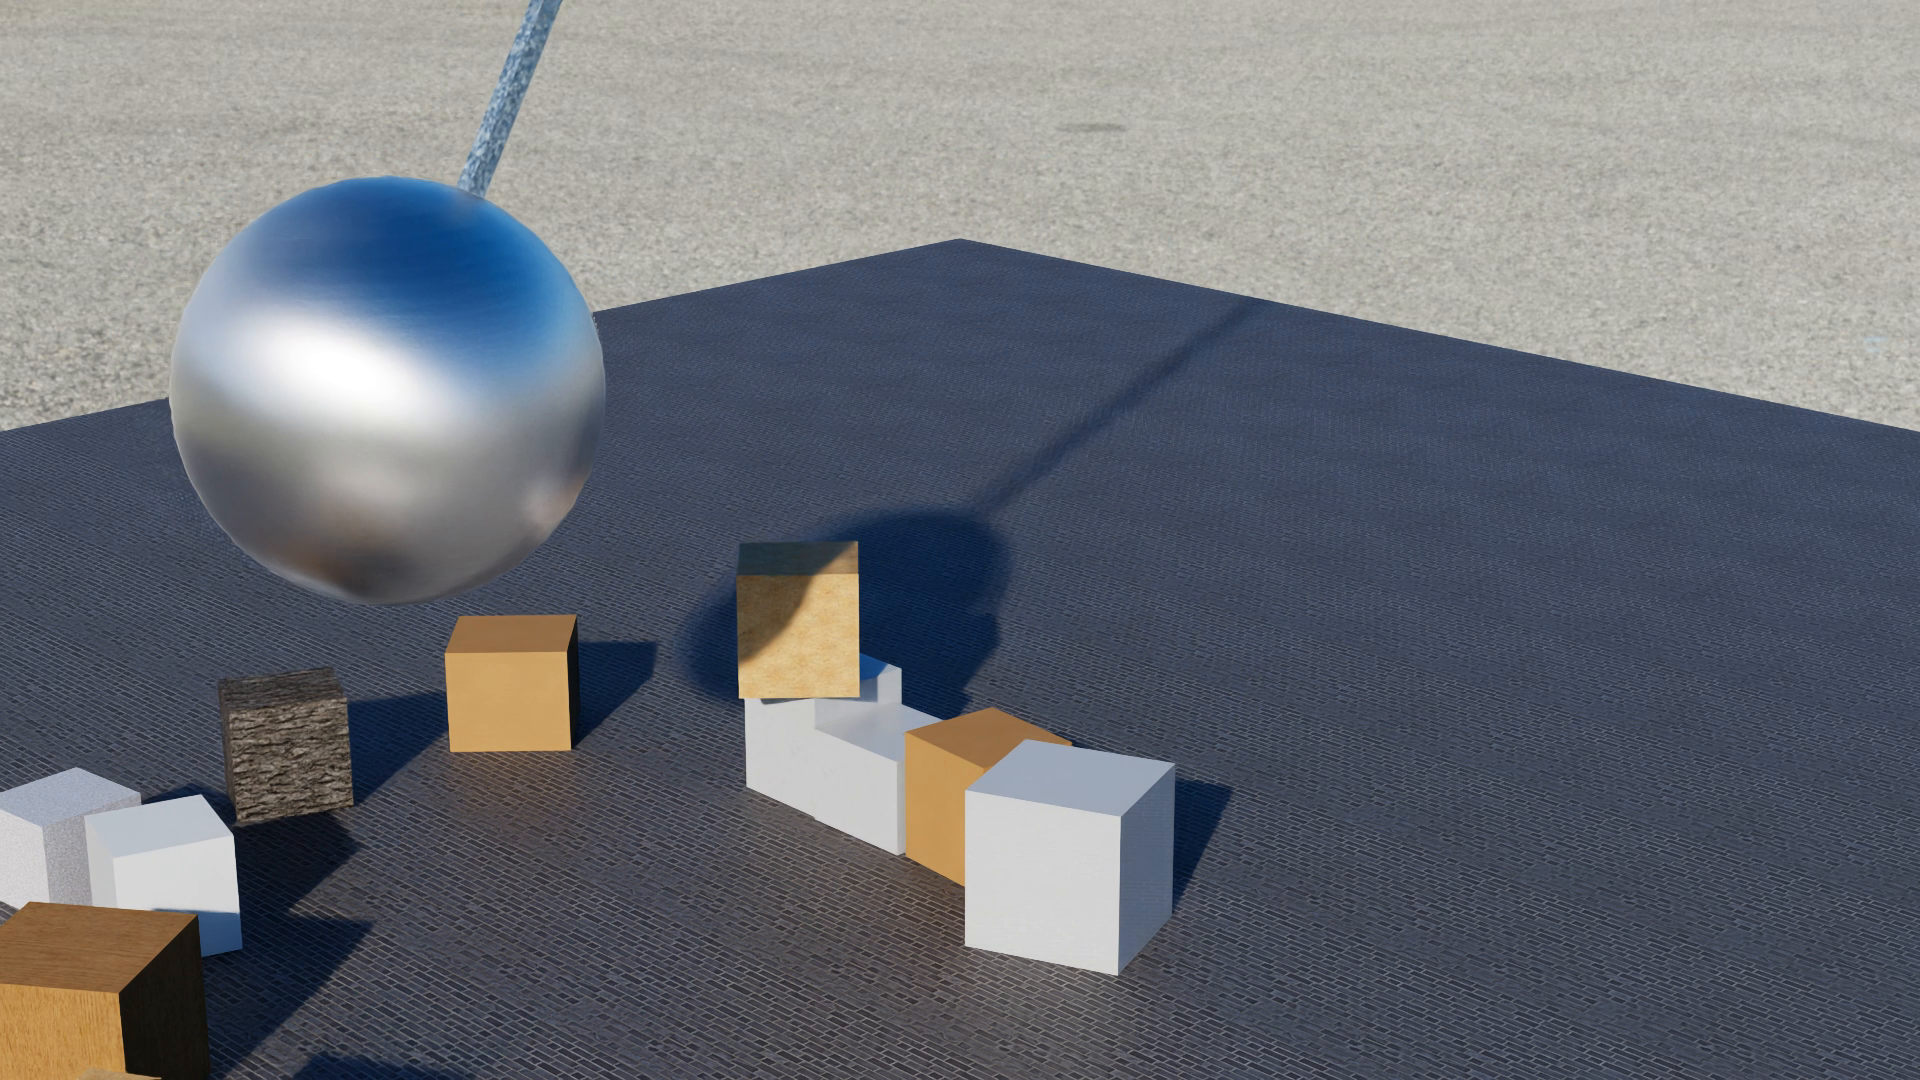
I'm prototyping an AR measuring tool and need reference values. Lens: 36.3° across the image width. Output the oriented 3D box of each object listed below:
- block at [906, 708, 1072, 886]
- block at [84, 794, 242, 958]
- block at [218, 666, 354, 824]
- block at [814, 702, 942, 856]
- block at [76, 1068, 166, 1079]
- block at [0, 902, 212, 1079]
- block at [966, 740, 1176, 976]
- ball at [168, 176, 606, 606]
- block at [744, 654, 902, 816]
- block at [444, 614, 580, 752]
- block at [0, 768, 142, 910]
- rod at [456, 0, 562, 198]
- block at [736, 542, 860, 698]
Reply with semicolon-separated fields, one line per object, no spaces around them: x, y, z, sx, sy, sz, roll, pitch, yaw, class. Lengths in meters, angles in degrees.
0.128;1.196;13.504;0.516;0.621;0.574;-13;22;-36;block
-3.459;1.485;12.729;0.511;0.533;0.523;-9;20;-27;block
-3.276;0.990;14.240;0.553;0.573;0.462;-6;19;-19;block
-0.304;1.129;13.974;0.524;0.467;0.591;-16;23;-41;block
-2.767;2.297;9.809;0.683;0.735;0.691;5;18;15;block
-3.376;1.870;11.253;0.704;0.685;0.698;3;18;10;block
0.482;1.369;12.772;0.711;0.728;0.658;8;19;23;block
-2.124;-0.554;10.941;1.600;1.600;1.600;0;17;0;ball
-0.669;0.921;14.369;0.552;0.626;0.535;-15;23;-40;block
-2.298;0.734;15.122;0.612;0.532;0.579;-1;17;-2;block
-4.034;1.371;13.208;0.490;0.465;0.508;14;22;38;block
-0.921;-3.723;11.207;0.080;5.200;0.080;17;-6;42;rod
-0.770;0.378;14.031;0.570;0.613;0.509;-1;18;-2;block
